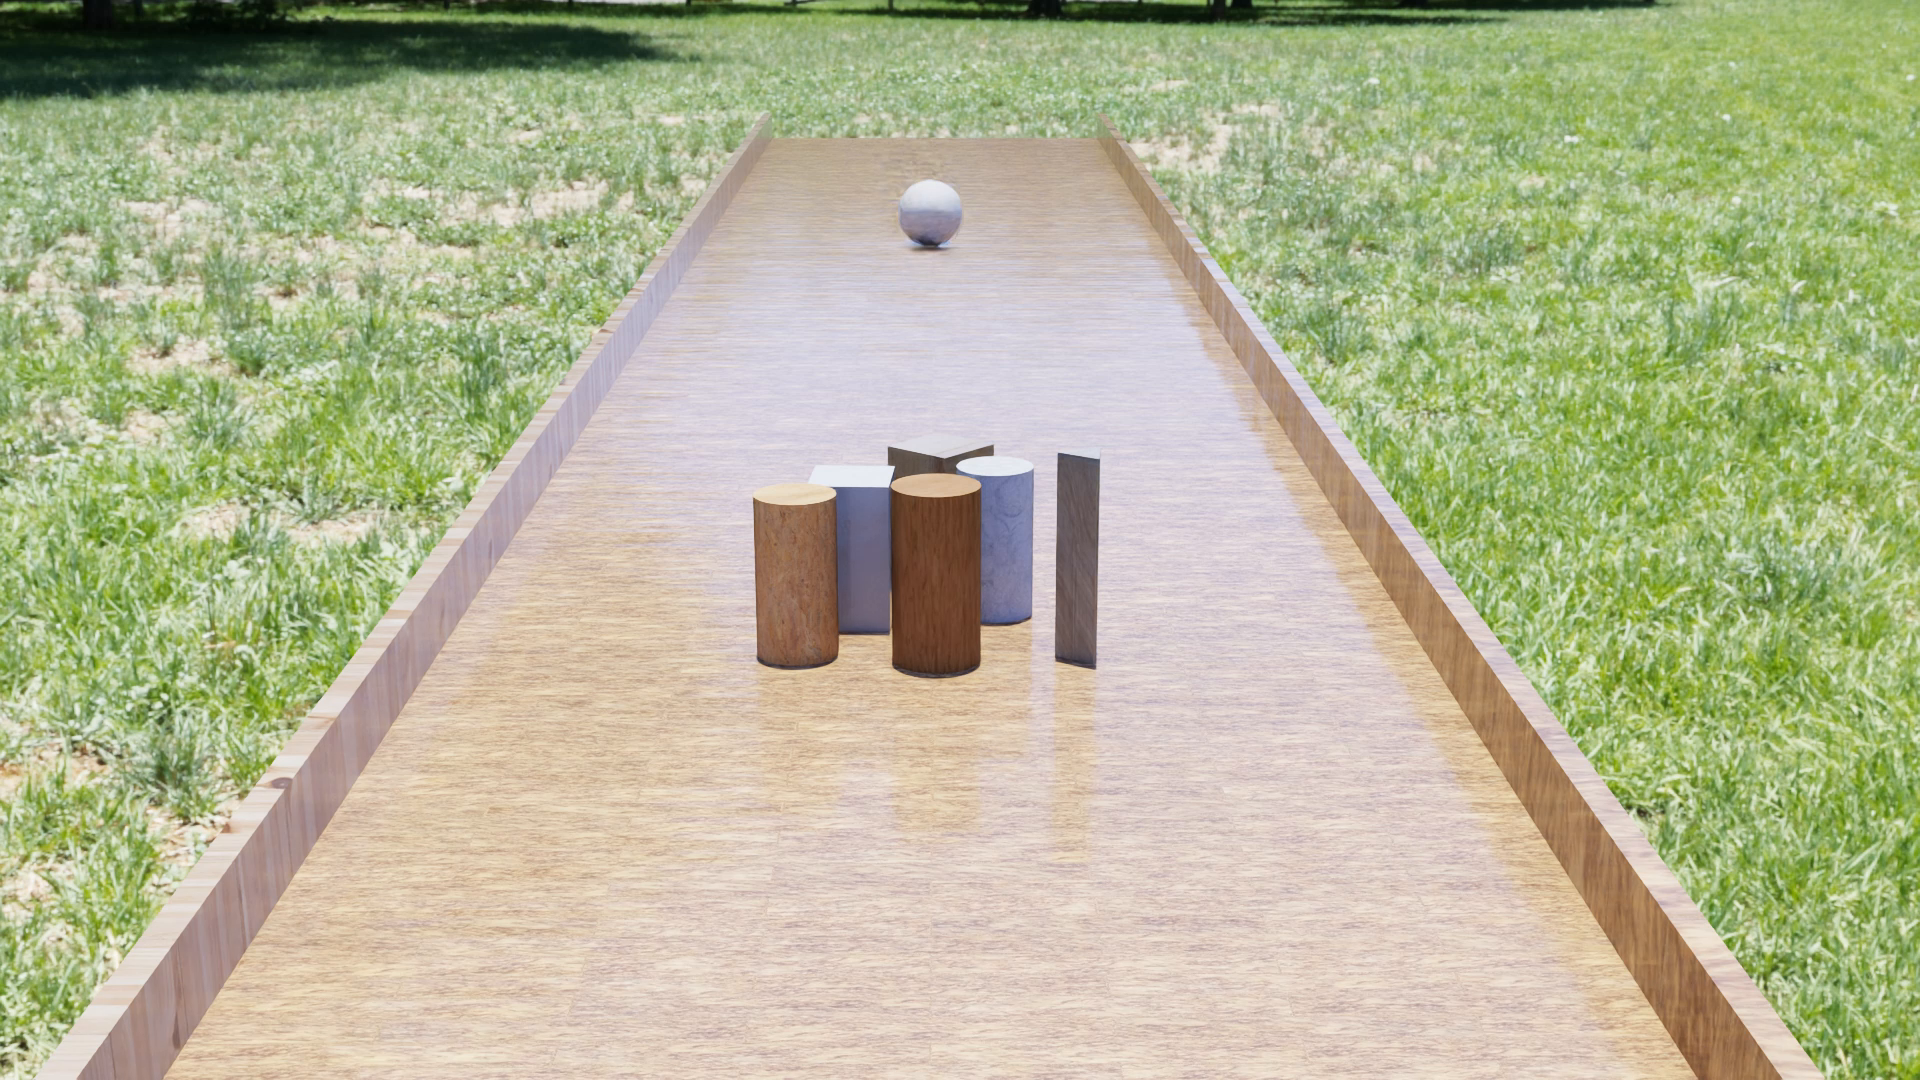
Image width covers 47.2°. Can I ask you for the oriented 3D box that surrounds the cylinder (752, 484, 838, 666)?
[{"bbox_3d":[-0.328,0.068,4.415,0.165,0.333,0.165,0,17,0],"label":"cylinder"}]

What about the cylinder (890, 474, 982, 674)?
[{"bbox_3d":[-0.047,0.065,4.373,0.178,0.361,0.178,0,17,0],"label":"cylinder"}]

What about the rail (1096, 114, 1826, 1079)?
[{"bbox_3d":[0.932,-0.844,7.801,0.050,0.150,12.000,0,17,-1],"label":"rail"}]

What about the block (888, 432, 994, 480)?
[{"bbox_3d":[-0.042,-0.058,4.868,0.165,0.315,0.165,14,21,39],"label":"block"}]

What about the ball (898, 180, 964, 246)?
[{"bbox_3d":[-0.128,-1.405,9.456,0.283,0.283,0.283,0,17,0],"label":"ball"}]

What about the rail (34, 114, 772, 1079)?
[{"bbox_3d":[-1.118,-0.838,7.780,0.050,0.150,12.000,0,17,-1],"label":"rail"}]

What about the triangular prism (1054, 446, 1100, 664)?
[{"bbox_3d":[0.253,0.028,4.390,0.094,0.424,0.082,11,20,33],"label":"triangular prism"}]

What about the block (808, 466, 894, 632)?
[{"bbox_3d":[-0.226,0.017,4.623,0.169,0.312,0.169,1,17,3],"label":"block"}]

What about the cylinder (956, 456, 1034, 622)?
[{"bbox_3d":[0.074,-0.002,4.671,0.163,0.321,0.163,0,17,0],"label":"cylinder"}]
